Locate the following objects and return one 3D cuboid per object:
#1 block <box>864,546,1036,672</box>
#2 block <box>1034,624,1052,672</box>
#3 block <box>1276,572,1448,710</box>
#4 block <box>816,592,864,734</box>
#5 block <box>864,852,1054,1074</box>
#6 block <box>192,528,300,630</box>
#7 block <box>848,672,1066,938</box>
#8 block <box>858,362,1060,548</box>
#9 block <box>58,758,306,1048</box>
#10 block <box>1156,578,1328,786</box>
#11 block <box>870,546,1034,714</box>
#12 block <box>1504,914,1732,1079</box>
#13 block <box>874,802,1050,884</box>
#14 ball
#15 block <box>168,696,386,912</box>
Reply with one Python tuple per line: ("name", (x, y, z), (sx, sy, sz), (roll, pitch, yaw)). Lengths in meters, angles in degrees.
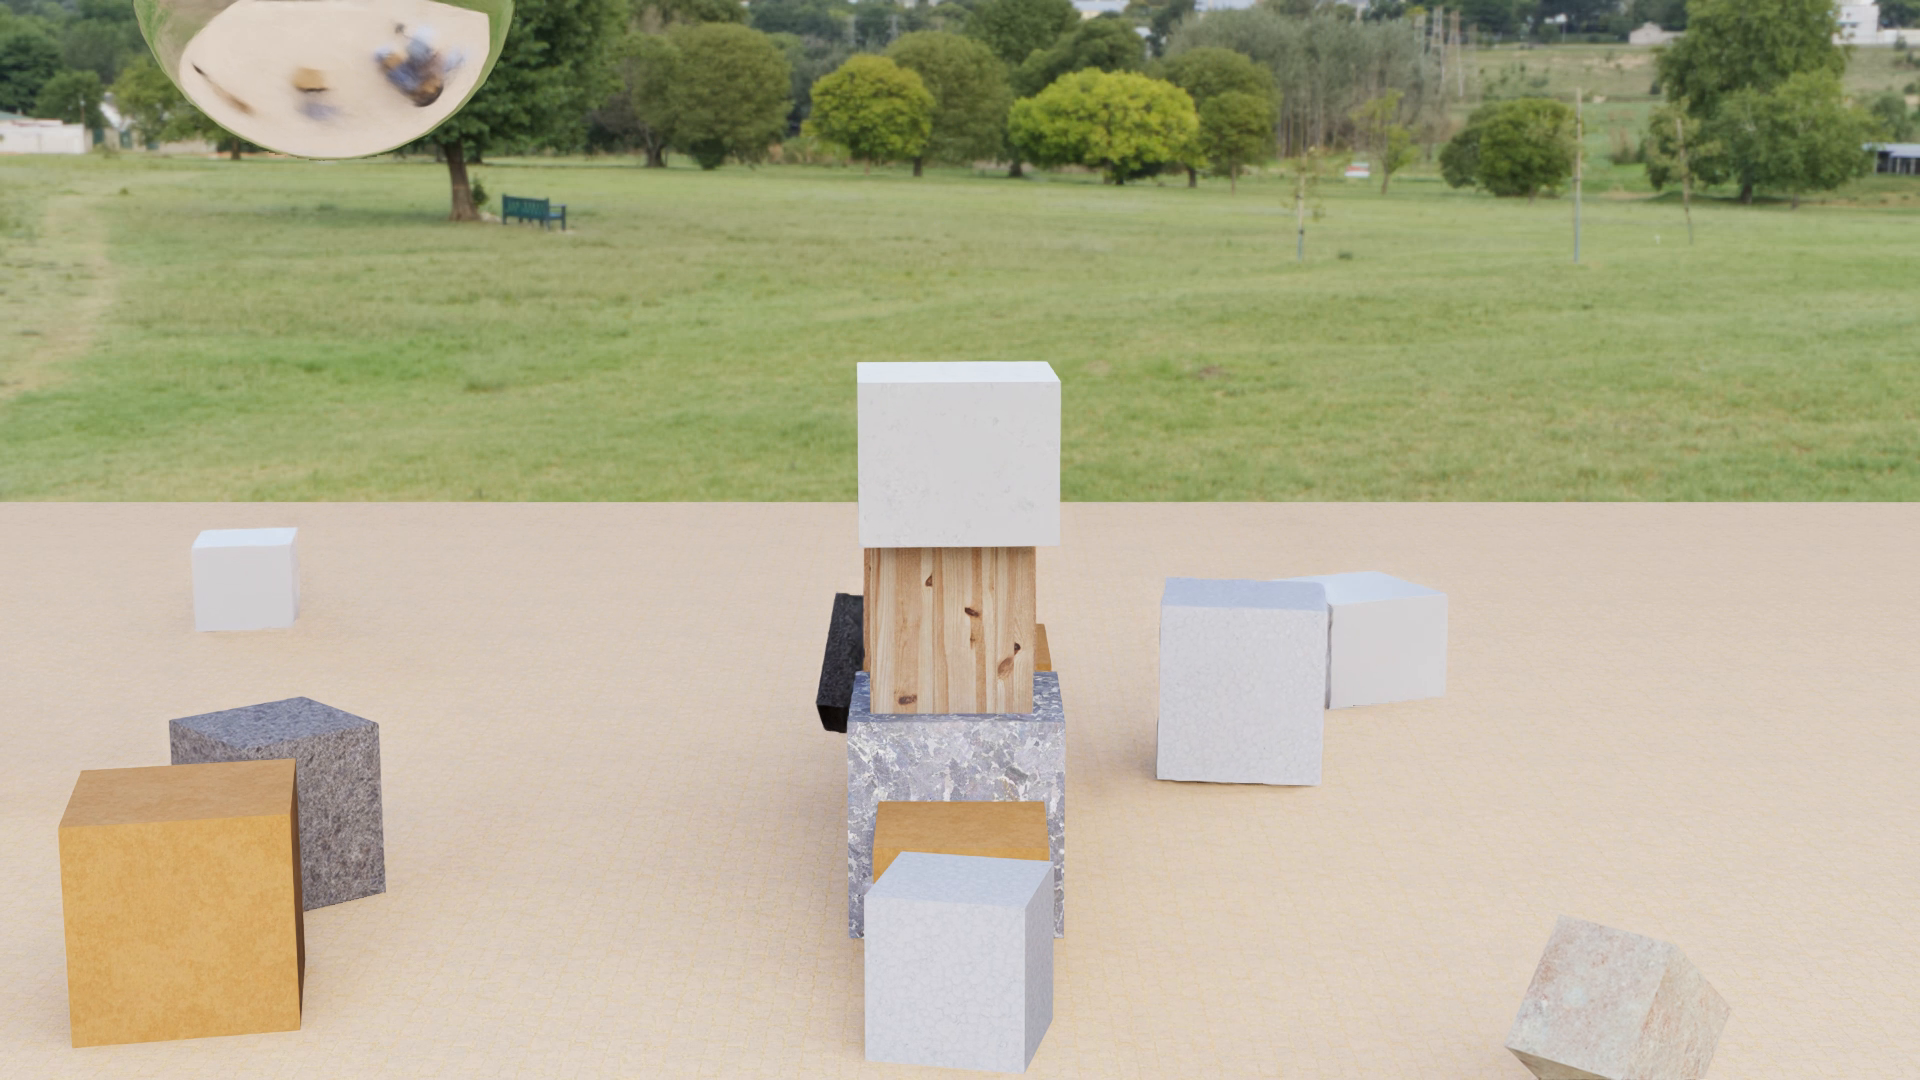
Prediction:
("block", (-0.054, 0.195, 11.610), (0.754, 0.760, 0.731), (0, 0, -2))
("block", (-0.014, 0.887, 12.475), (0.878, 0.791, 0.889), (0, 10, 0))
("block", (2.266, 0.568, 14.766), (0.752, 0.600, 0.760), (-4, 11, -23))
("block", (-0.360, 0.684, 13.338), (0.641, 0.593, 0.607), (8, -17, 4))
("block", (0.004, 1.536, 9.393), (0.585, 0.617, 0.551), (2, 11, 12))
("block", (-4.636, 0.249, 16.681), (0.608, 0.542, 0.628), (-2, 10, -10))
("block", (-0.015, 1.108, 10.916), (0.884, 0.915, 0.907), (0, 10, 0))
("block", (-0.017, -0.357, 10.394), (0.792, 0.652, 0.711), (0, 10, -2))
("block", (-2.934, 1.360, 9.758), (0.808, 0.834, 0.796), (-2, 11, -13))
("block", (1.441, 0.712, 13.115), (0.818, 0.891, 0.757), (2, 10, 6))
("block", (-0.038, 0.279, 10.818), (0.668, 0.752, 0.713), (0, 10, -1))
("block", (2.209, 1.632, 8.599), (0.436, 0.493, 0.520), (10, -25, 44))
("block", (0.005, 1.409, 10.175), (0.674, 0.587, 0.642), (0, 10, 0))
("ball", (-2.658, -2.400, 10.744), (1.600, 1.600, 1.600), (0, 10, 0))
("block", (-2.953, 1.154, 11.104), (0.637, 0.756, 0.664), (-9, 14, -42))
